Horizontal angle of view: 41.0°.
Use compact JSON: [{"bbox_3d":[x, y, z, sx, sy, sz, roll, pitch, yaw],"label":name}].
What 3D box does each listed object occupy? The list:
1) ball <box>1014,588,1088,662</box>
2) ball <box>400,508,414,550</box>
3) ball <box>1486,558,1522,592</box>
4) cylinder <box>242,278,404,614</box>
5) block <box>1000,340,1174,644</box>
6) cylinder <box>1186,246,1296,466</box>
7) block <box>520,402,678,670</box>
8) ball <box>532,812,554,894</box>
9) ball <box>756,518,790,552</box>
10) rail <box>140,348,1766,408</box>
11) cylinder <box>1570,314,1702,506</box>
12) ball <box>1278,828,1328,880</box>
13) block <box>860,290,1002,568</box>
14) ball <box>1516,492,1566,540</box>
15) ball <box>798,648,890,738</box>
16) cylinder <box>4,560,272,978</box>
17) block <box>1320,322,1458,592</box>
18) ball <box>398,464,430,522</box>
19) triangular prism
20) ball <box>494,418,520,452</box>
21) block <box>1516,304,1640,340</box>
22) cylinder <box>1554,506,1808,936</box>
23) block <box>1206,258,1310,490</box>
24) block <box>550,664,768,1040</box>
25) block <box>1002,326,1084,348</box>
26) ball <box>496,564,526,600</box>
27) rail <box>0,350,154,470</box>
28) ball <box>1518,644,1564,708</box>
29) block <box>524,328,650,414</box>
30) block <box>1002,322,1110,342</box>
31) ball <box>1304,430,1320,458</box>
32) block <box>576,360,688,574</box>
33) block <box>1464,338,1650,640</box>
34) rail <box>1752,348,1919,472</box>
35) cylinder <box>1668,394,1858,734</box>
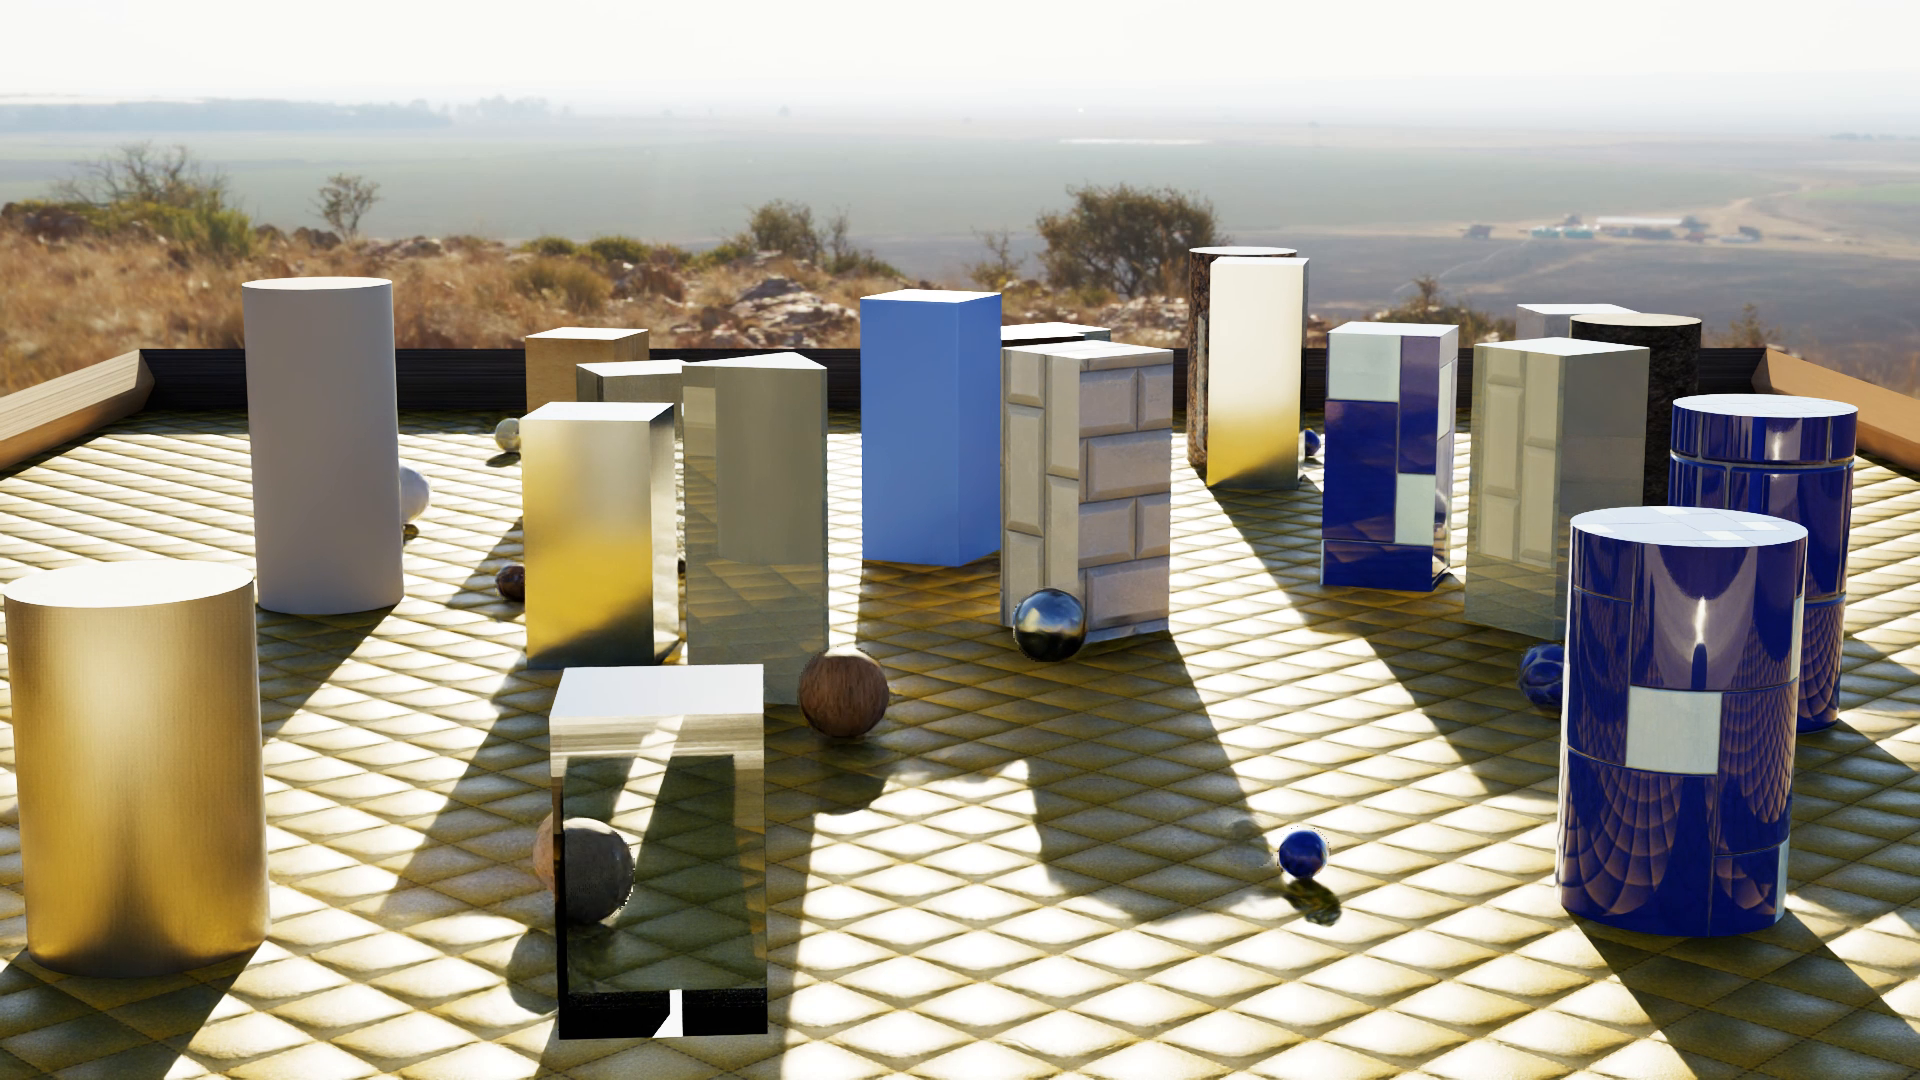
[{"bbox_3d":[0.112,0.105,3.165,0.091,0.091,0.091,0,10,0],"label":"ball"},{"bbox_3d":[-0.872,-0.012,3.908,0.081,0.081,0.081,0,10,0],"label":"ball"},{"bbox_3d":[0.761,0.049,3.591,0.047,0.047,0.047,0,10,0],"label":"ball"},{"bbox_3d":[-0.867,-0.132,3.500,0.197,0.436,0.197,0,10,0],"label":"cylinder"},{"bbox_3d":[0.163,-0.066,3.336,0.157,0.365,0.157,-8,13,-37],"label":"block"},{"bbox_3d":[0.521,-0.341,4.756,0.197,0.389,0.197,0,10,0],"label":"cylinder"},{"bbox_3d":[-0.443,-0.007,3.173,0.157,0.308,0.157,1,11,4],"label":"block"},{"bbox_3d":[-0.330,0.274,2.256,0.091,0.091,0.091,0,10,0],"label":"ball"},{"bbox_3d":[-0.282,-0.009,3.887,0.052,0.052,0.052,0,10,0],"label":"ball"},{"bbox_3d":[-0.012,-0.342,5.471,3.482,0.128,0.045,0,10,0],"label":"rail"},{"bbox_3d":[1.042,-0.174,3.988,0.197,0.339,0.197,0,10,0],"label":"cylinder"},{"bbox_3d":[0.311,0.284,2.324,0.045,0.045,0.045,0,10,0],"label":"ball"},{"bbox_3d":[-0.042,-0.170,3.834,0.157,0.389,0.157,5,11,24],"label":"block"},{"bbox_3d":[0.902,-0.037,3.979,0.074,0.074,0.074,0,10,0],"label":"ball"},{"bbox_3d":[-0.127,0.168,2.806,0.098,0.098,0.098,0,10,0],"label":"ball"},{"bbox_3d":[-0.684,0.186,2.141,0.197,0.306,0.197,0,10,0],"label":"cylinder"},{"bbox_3d":[0.612,-0.122,3.655,0.157,0.359,0.157,4,11,19],"label":"block"},{"bbox_3d":[-0.899,-0.074,4.115,0.097,0.097,0.097,0,10,0],"label":"ball"},{"bbox_3d":[-0.218,-0.018,3.008,0.170,0.390,0.148,2,11,13],"label":"triangular prism"},{"bbox_3d":[-0.852,-0.198,4.874,0.066,0.066,0.066,0,10,0],"label":"ball"},{"bbox_3d":[1.009,-0.213,4.219,0.157,0.334,0.157,-1,11,-4],"label":"block"},{"bbox_3d":[0.626,0.153,2.236,0.197,0.336,0.197,0,10,0],"label":"cylinder"},{"bbox_3d":[0.524,-0.294,4.504,0.157,0.389,0.157,2,11,11],"label":"block"},{"bbox_3d":[-0.231,0.239,2.001,0.157,0.252,0.157,-1,11,-4],"label":"block"},{"bbox_3d":[0.108,-0.227,4.468,0.157,0.269,0.157,-5,12,-27],"label":"block"},{"bbox_3d":[-0.613,0.057,3.534,0.051,0.051,0.051,0,10,0],"label":"ball"},{"bbox_3d":[-1.717,0.035,3.439,0.045,0.128,4.160,0,10,0],"label":"rail"},{"bbox_3d":[0.677,0.155,2.944,0.073,0.073,0.073,0,10,0],"label":"ball"},{"bbox_3d":[-0.625,-0.209,4.334,0.157,0.282,0.157,3,11,14],"label":"block"},{"bbox_3d":[0.166,-0.265,4.726,0.157,0.250,0.157,-8,13,-36],"label":"block"},{"bbox_3d":[0.650,-0.182,4.822,0.052,0.052,0.052,0,10,0],"label":"ball"},{"bbox_3d":[-0.461,-0.106,3.753,0.157,0.293,0.157,-4,11,-22],"label":"block"},{"bbox_3d":[0.780,-0.071,3.359,0.157,0.367,0.157,-7,13,-34],"label":"block"},{"bbox_3d":[1.717,0.031,3.459,0.045,0.128,4.160,0,10,0],"label":"rail"},{"bbox_3d":[0.895,0.024,2.885,0.197,0.353,0.197,0,10,0],"label":"cylinder"}]
